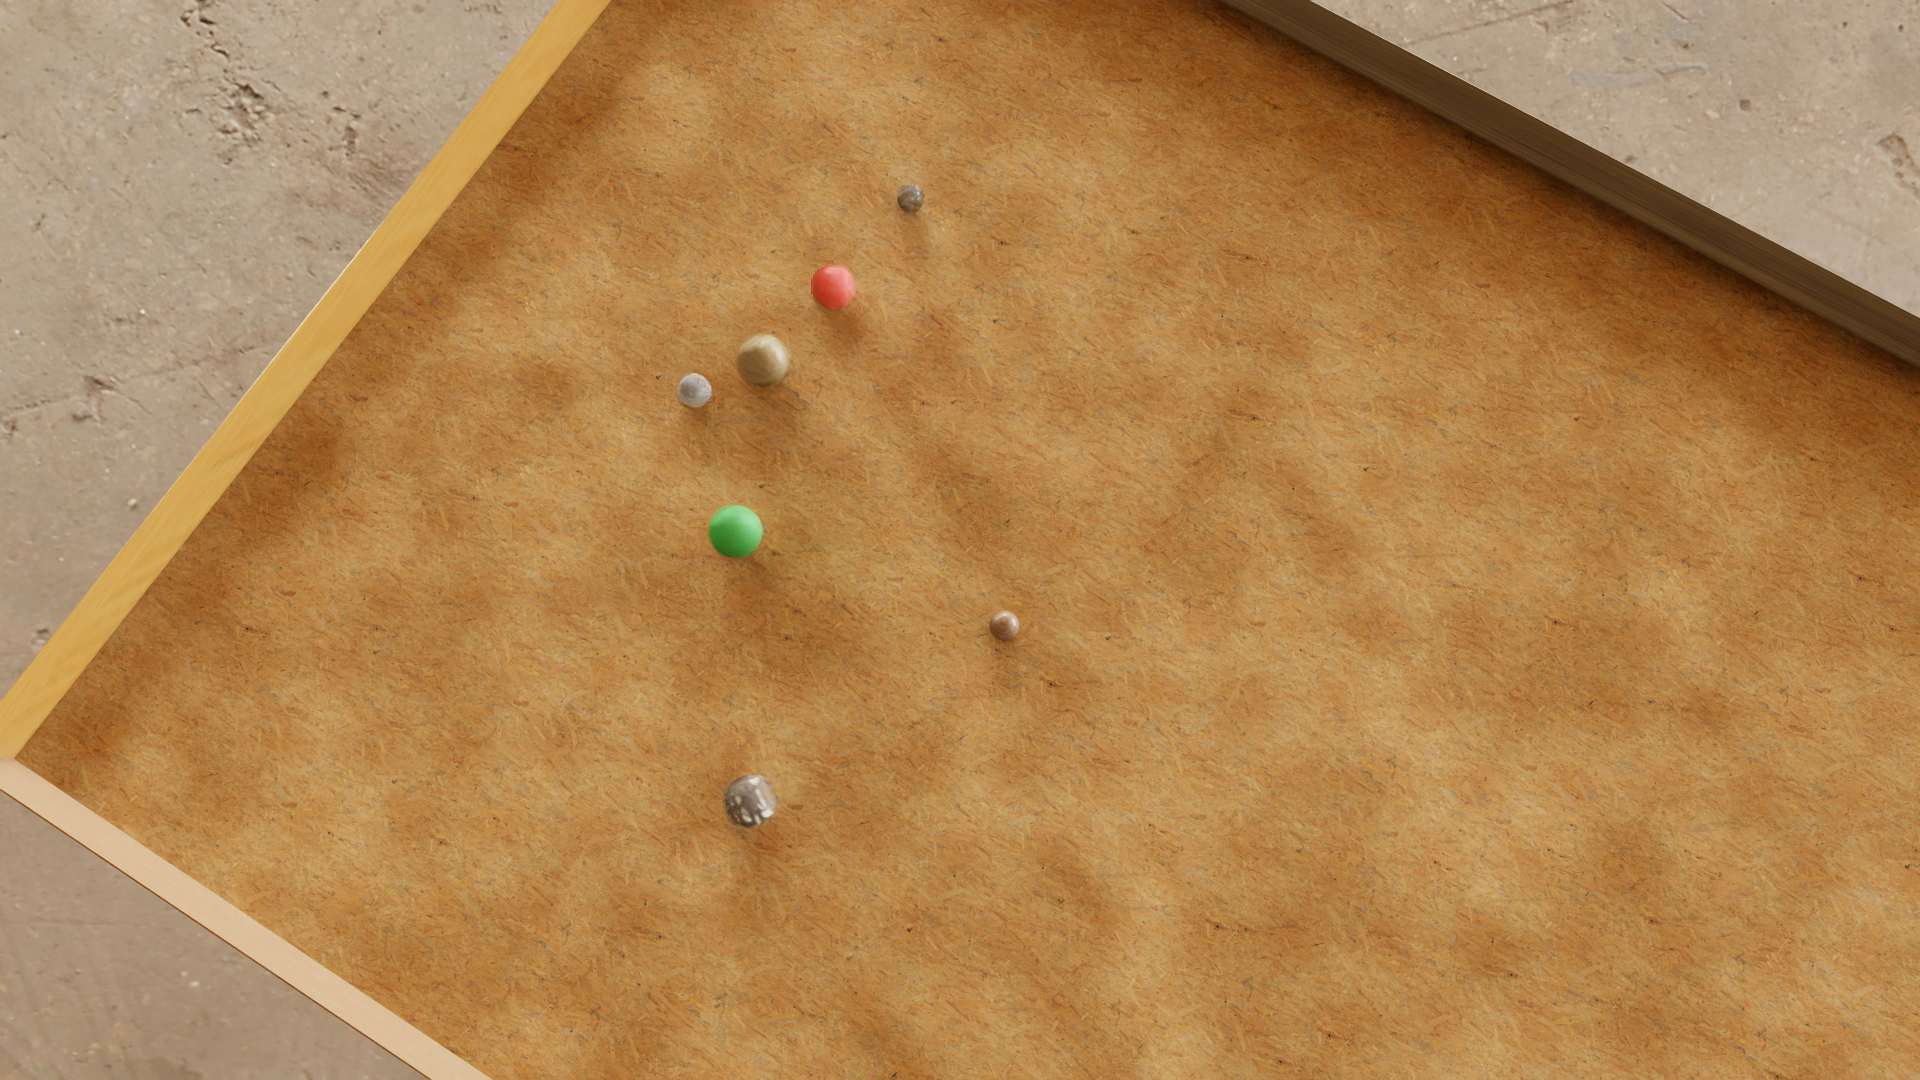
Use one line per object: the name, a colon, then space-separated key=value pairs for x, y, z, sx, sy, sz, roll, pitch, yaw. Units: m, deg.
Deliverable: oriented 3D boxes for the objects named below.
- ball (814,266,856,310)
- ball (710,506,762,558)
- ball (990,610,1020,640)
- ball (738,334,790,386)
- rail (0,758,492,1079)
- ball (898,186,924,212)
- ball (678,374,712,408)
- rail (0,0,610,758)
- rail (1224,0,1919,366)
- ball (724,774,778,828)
ball: x=-0.204 y=-0.410 z=3.575 sx=0.069 sy=0.069 sz=0.069 roll=0 pitch=71 yaw=0
ball: x=-0.349 y=-0.013 z=3.428 sx=0.082 sy=0.082 sz=0.082 roll=0 pitch=71 yaw=0
ball: x=0.068 y=0.132 z=3.395 sx=0.047 sy=0.047 sz=0.047 roll=0 pitch=71 yaw=0
ball: x=-0.315 y=-0.287 z=3.524 sx=0.083 sy=0.083 sz=0.083 roll=0 pitch=71 yaw=0
rail: x=0.329 y=1.382 z=2.920 sx=4.242 sy=0.108 sz=0.045 roll=31 pitch=73 yaw=10
ball: x=-0.082 y=-0.565 z=3.644 sx=0.043 sy=0.043 sz=0.043 roll=0 pitch=71 yaw=0
ball: x=-0.425 y=-0.239 z=3.523 sx=0.054 sy=0.054 sz=0.054 roll=0 pitch=71 yaw=0
rail: x=-0.879 y=-0.526 z=3.595 sx=0.045 sy=0.108 sz=2.198 roll=31 pitch=73 yaw=10
rail: x=1.469 y=-0.337 z=3.528 sx=4.242 sy=0.108 sz=0.045 roll=31 pitch=73 yaw=10
ball: x=-0.313 y=0.390 z=3.288 sx=0.079 sy=0.079 sz=0.079 roll=0 pitch=71 yaw=0
